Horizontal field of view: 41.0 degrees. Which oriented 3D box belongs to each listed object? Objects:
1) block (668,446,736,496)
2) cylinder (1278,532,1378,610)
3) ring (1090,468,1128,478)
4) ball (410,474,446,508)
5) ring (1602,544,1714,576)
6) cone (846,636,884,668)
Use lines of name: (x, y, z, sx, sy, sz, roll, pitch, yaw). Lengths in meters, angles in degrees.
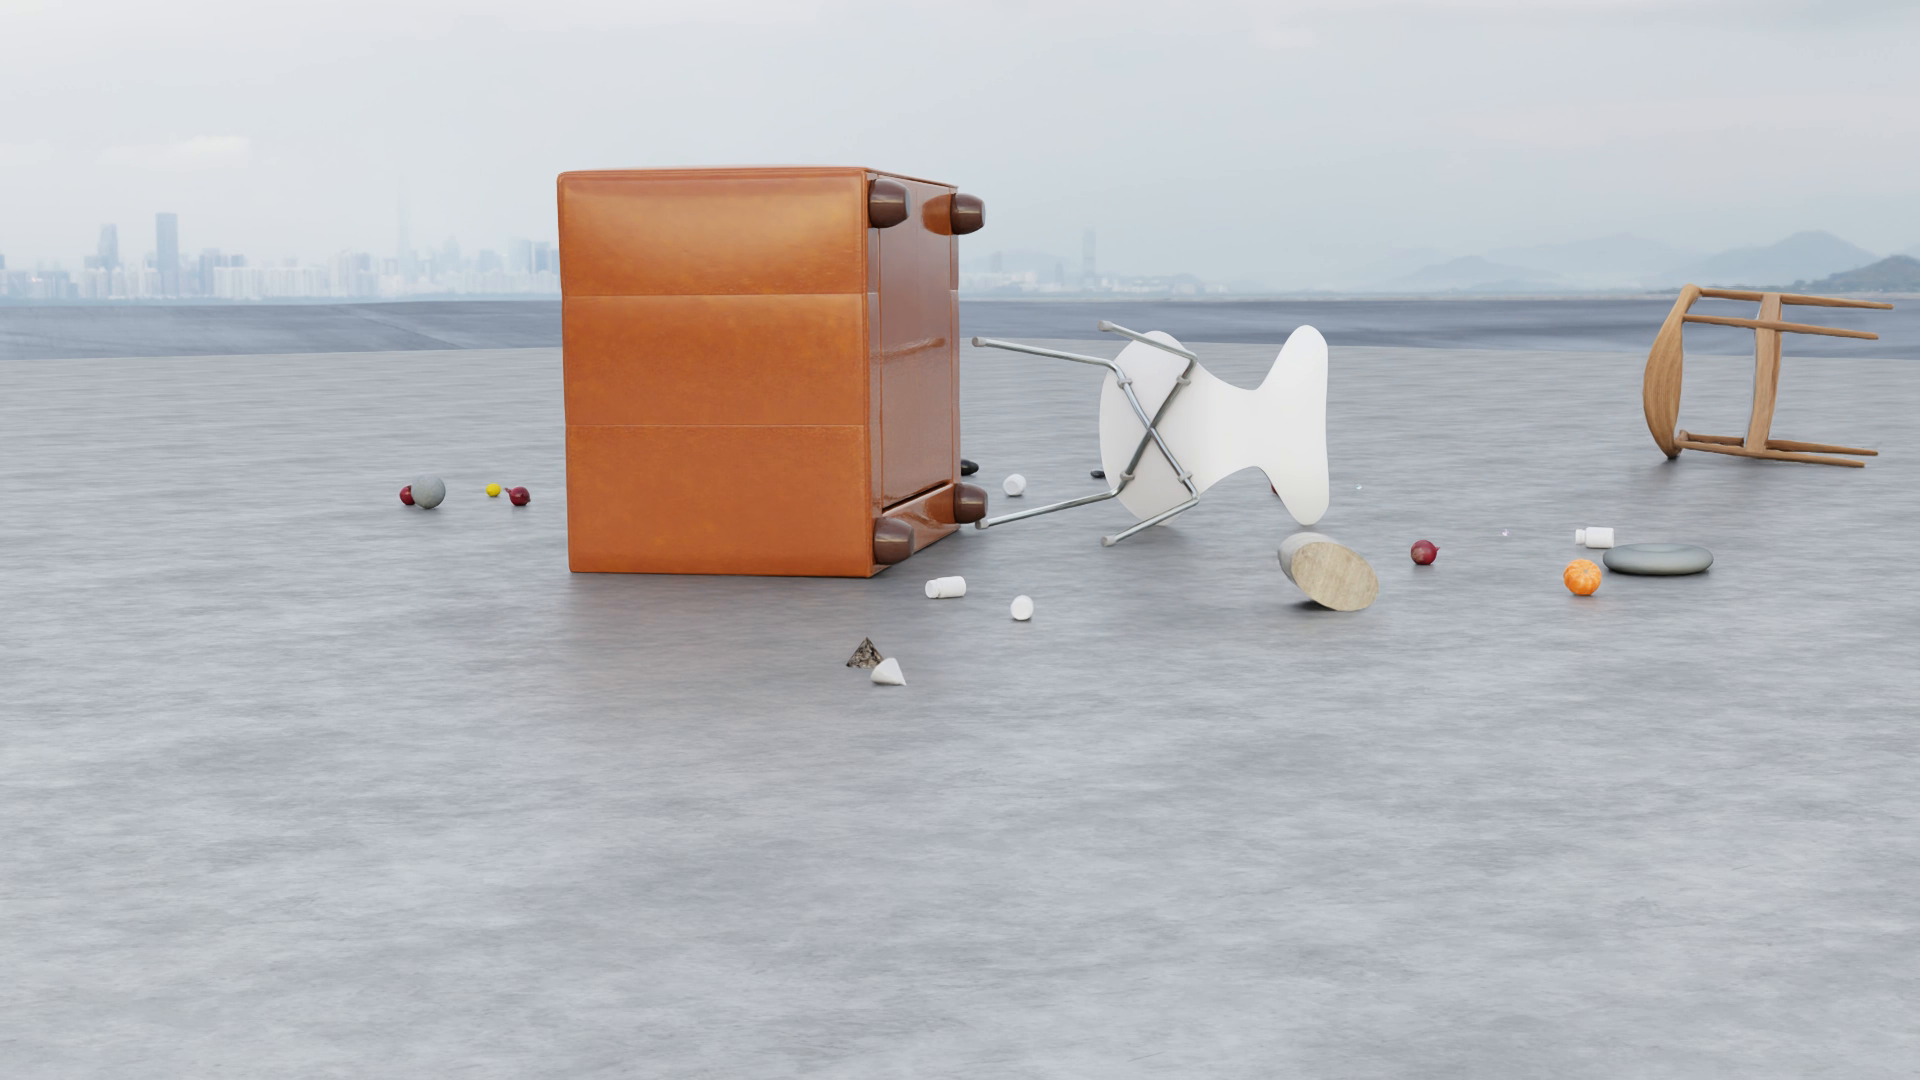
block: (-0.782, -0.211, 7.802, 0.148, 0.135, 0.175, 2, 6, 18)
cylinder: (0.736, 0.062, 5.137, 0.186, 0.122, 0.180, 27, 5, -4)
ring: (0.487, -0.218, 8.392, 0.125, 0.028, 0.121, -4, 8, -41)
ball: (-1.508, -0.138, 7.276, 0.097, 0.097, 0.097, 0, 6, 0)
ring: (1.566, 0.042, 5.757, 0.238, 0.052, 0.317, 2, 6, 26)
cone: (-0.158, 0.188, 4.347, 0.076, 0.050, 0.067, 4, 7, 37)
